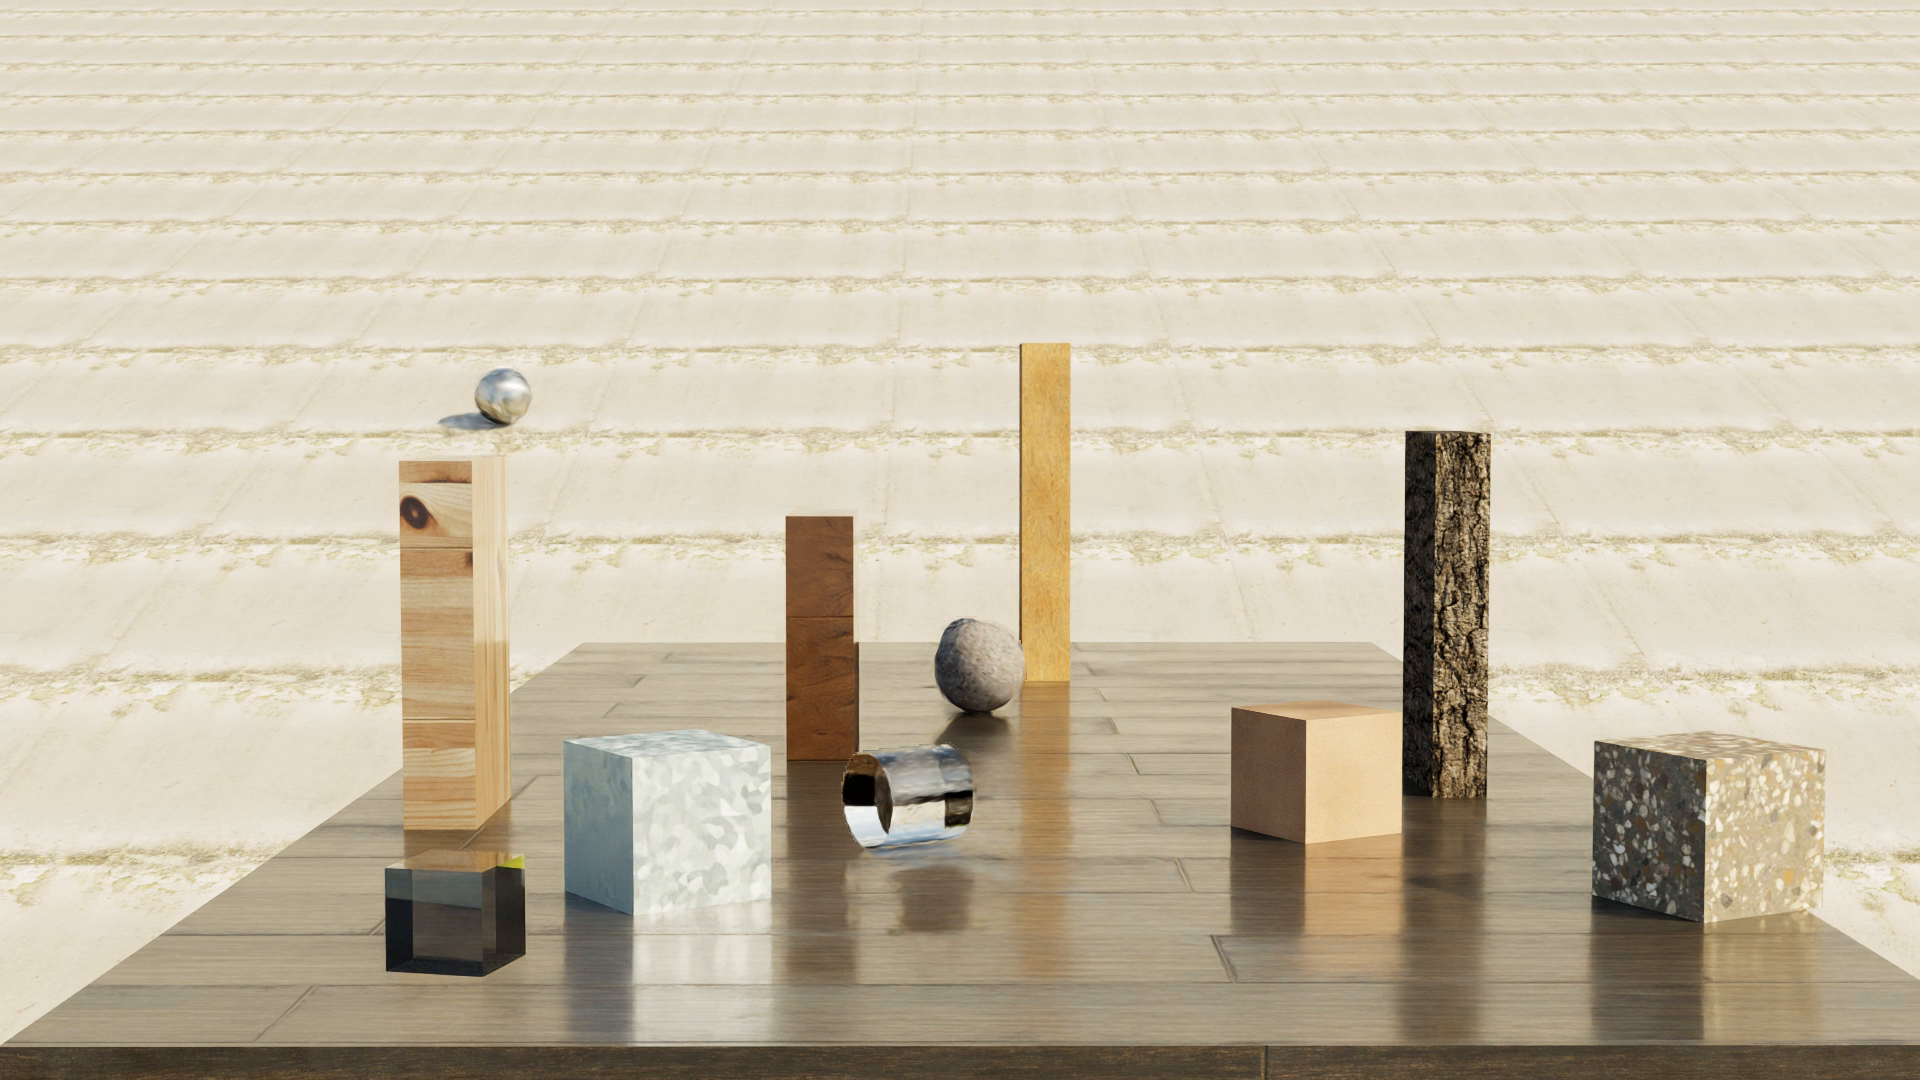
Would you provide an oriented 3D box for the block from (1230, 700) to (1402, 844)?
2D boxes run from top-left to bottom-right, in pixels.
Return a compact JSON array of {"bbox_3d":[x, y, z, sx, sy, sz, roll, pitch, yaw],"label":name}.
[{"bbox_3d":[0.521,0.336,3.764,0.176,0.176,0.176,-2,4,-31],"label":"block"}]

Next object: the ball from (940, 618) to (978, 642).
[{"bbox_3d":[0.015,0.238,5.886,0.119,0.119,0.119,0,20,0],"label":"ball"}]

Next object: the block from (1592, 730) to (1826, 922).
[{"bbox_3d":[0.942,0.357,3.238,0.198,0.198,0.198,-2,4,-28],"label":"block"}]

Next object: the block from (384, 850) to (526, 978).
[{"bbox_3d":[-0.568,0.419,2.895,0.117,0.117,0.117,1,4,14],"label":"block"}]

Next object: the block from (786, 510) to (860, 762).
[{"bbox_3d":[-0.242,0.164,4.556,0.118,0.426,0.244,0,3,0],"label":"block"}]

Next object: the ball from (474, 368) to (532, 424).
[{"bbox_3d":[-1.515,-0.477,8.522,0.187,0.187,0.187,0,20,0],"label":"ball"}]

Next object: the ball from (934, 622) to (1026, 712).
[{"bbox_3d":[0.039,0.253,5.114,0.182,0.182,0.182,0,20,0],"label":"ball"}]

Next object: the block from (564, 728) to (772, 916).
[{"bbox_3d":[-0.376,0.356,3.287,0.195,0.195,0.195,-2,4,-34],"label":"block"}]

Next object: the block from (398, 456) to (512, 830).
[{"bbox_3d":[-0.764,0.146,3.902,0.106,0.541,0.296,0,3,0],"label":"block"}]

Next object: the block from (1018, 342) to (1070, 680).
[{"bbox_3d":[0.189,-0.068,5.774,0.106,0.744,0.262,0,3,0],"label":"block"}]

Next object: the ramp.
[{"bbox_3d":[0.047,0.429,4.533,2.000,0.100,4.000,0,3,0],"label":"ramp"}]

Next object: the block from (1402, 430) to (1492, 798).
[{"bbox_3d":[0.790,0.112,4.183,0.086,0.575,0.277,0,3,0],"label":"block"}]

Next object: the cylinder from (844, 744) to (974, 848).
[{"bbox_3d":[-0.074,0.363,3.637,0.134,0.134,0.134,-3,19,-33],"label":"cylinder"}]
